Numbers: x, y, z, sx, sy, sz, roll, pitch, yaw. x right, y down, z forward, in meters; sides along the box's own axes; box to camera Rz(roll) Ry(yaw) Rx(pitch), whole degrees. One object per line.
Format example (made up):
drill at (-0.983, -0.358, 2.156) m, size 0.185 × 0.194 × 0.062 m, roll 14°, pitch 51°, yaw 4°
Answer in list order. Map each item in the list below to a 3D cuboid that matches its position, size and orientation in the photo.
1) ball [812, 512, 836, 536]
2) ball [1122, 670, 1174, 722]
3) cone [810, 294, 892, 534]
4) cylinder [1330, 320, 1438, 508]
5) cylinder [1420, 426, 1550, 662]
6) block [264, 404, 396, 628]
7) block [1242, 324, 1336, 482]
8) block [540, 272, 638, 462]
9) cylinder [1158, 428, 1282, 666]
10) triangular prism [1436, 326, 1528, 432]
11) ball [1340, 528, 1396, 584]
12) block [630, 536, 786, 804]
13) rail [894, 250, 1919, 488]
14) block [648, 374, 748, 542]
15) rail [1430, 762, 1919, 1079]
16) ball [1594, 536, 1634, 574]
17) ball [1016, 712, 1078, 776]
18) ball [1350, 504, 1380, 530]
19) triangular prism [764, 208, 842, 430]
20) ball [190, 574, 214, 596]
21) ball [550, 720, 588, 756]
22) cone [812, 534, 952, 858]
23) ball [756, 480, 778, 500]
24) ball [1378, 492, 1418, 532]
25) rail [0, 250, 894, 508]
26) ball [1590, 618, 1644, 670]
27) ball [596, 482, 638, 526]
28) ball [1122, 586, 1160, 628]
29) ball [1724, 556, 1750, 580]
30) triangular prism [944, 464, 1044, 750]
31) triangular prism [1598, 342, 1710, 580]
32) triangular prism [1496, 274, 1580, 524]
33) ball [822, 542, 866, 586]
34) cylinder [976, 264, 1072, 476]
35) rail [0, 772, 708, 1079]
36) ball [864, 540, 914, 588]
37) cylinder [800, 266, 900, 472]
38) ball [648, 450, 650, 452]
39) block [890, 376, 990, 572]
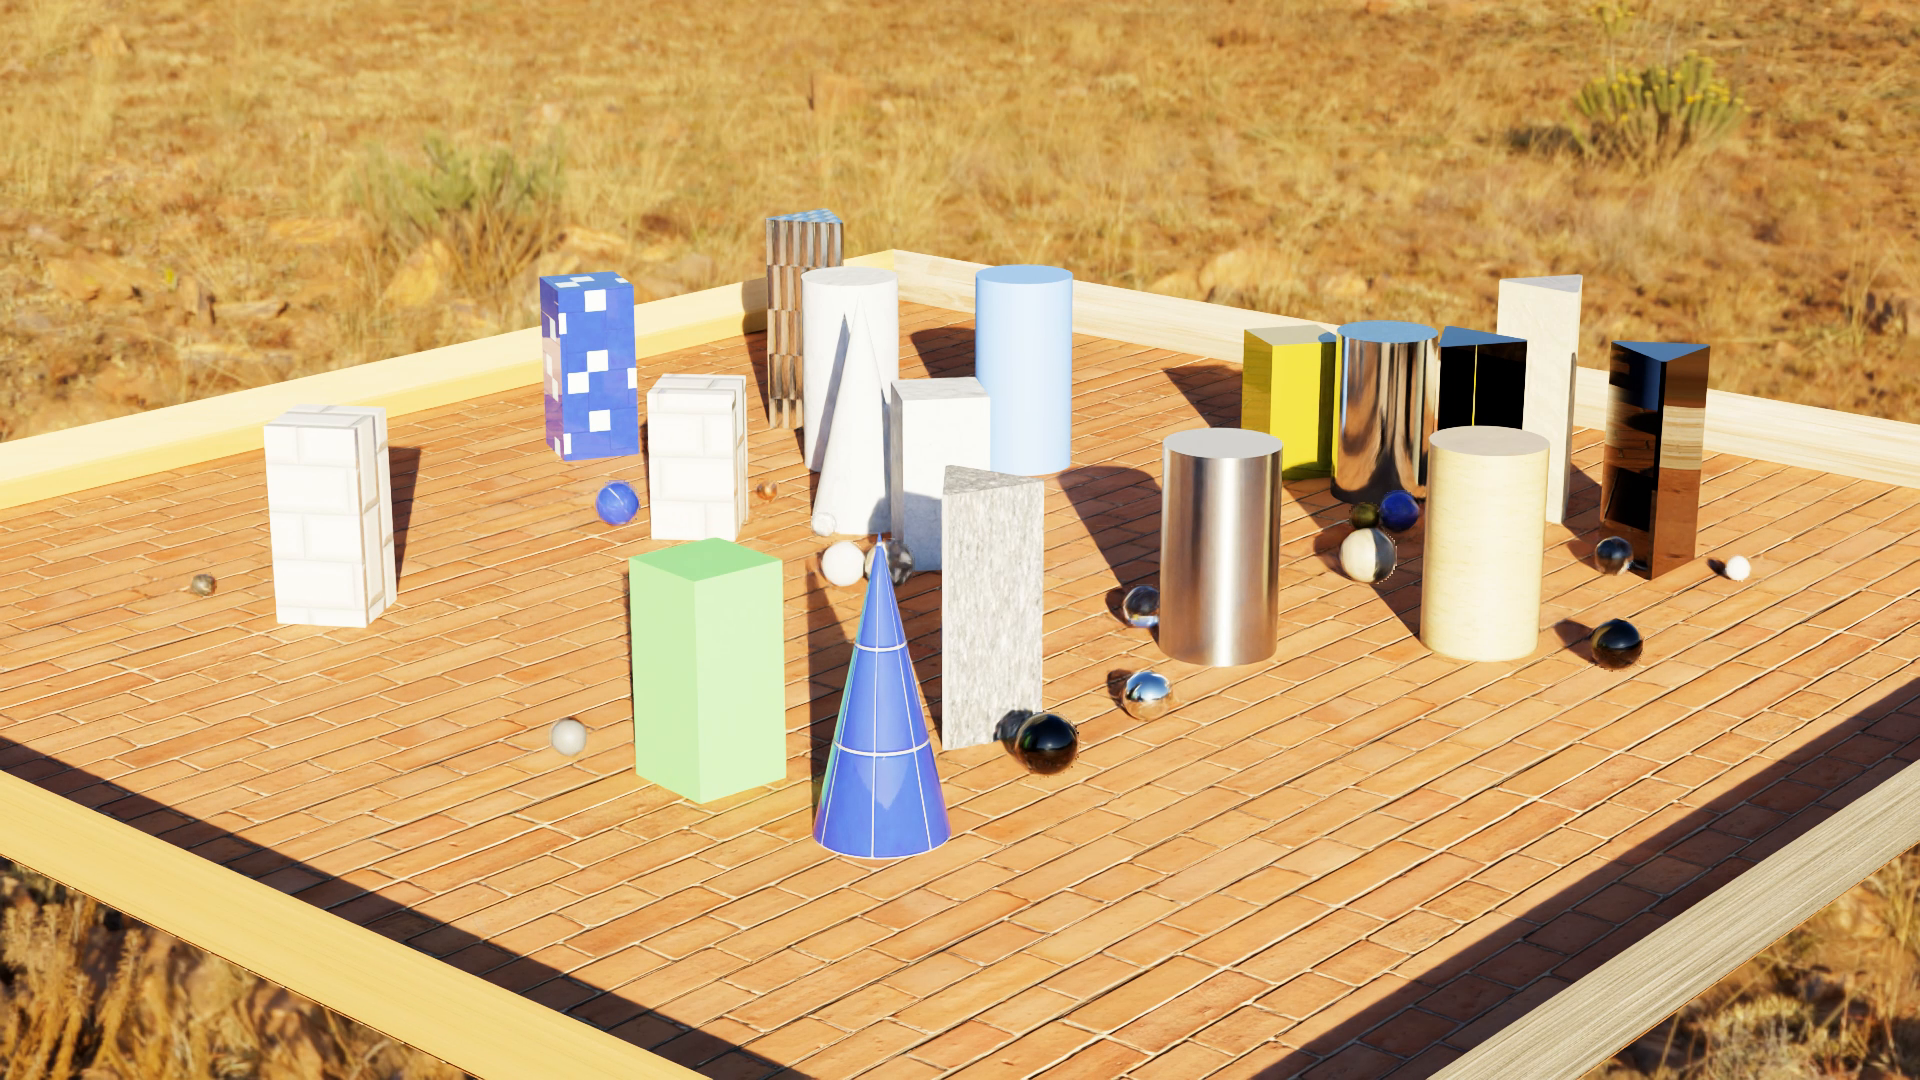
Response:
ball at (-0.253, -0.029, 5.464) m, size 0.046 × 0.046 × 0.046 m, roll 0°, pitch 17°, yaw 0°
ball at (0.289, 0.240, 4.518) m, size 0.078 × 0.078 × 0.078 m, roll 0°, pitch 17°, yaw 0°
cone at (-0.186, -0.252, 5.512) m, size 0.195 × 0.446 × 0.195 m, roll 0°, pitch 17°, yaw 0°
cylinder at (0.824, -0.246, 5.701) m, size 0.195 × 0.326 × 0.195 m, roll 0°, pitch 17°, yaw 0°
cylinder at (0.864, 0.004, 4.833) m, size 0.195 × 0.347 × 0.195 m, roll 0°, pitch 17°, yaw 0°
block at (-1.070, -0.043, 4.994) m, size 0.156 × 0.344 × 0.156 m, roll 3°, pitch 17°, yaw 9°
block at (0.667, -0.276, 5.882) m, size 0.156 × 0.278 × 0.156 m, roll -5°, pitch 17°, yaw -15°
block at (-0.762, -0.358, 6.025) m, size 0.156 × 0.353 × 0.156 m, roll -7°, pitch 18°, yaw -21°
cylinder at (0.427, 0.010, 4.809) m, size 0.195 × 0.350 × 0.195 m, roll 0°, pitch 17°, yaw 0°
triangular prism at (0.893, -0.159, 5.239) m, size 0.169 × 0.425 × 0.146 m, roll -5°, pitch 17°, yaw -16°
ball at (0.721, 0.028, 5.187) m, size 0.098 × 0.098 × 0.098 m, roll 0°, pitch 17°, yaw 0°
block at (-0.365, 0.186, 4.253) m, size 0.156 × 0.334 × 0.156 m, roll -14°, pitch 22°, yaw -40°
rail at (1.130, -0.344, 6.366) m, size 3.483 × 0.127 × 0.045 m, roll 14°, pitch 22°, yaw 39°
block at (-0.488, -0.156, 5.482) m, size 0.156 × 0.278 × 0.156 m, roll 2°, pitch 17°, yaw 5°
rail at (1.297, 0.357, 4.042) m, size 0.045 × 0.127 × 3.495 m, roll 14°, pitch 22°, yaw 39°
ball at (1.169, 0.028, 5.239) m, size 0.069 × 0.069 × 0.069 m, roll 0°, pitch 17°, yaw 0°
ball at (0.127, 0.300, 4.296) m, size 0.092 × 0.092 × 0.092 m, roll 0°, pitch 17°, yaw 0°
ball at (0.759, -0.042, 5.494) m, size 0.053 × 0.053 × 0.053 m, roll 0°, pitch 17°, yaw 0°
triangular prism at (-0.306, -0.469, 6.226) m, size 0.169 × 0.449 × 0.146 m, roll 5°, pitch 17°, yaw 15°
ball at (-1.322, 0.079, 5.118) m, size 0.040 × 0.040 × 0.040 m, roll 0°, pitch 17°, yaw 0°
ball at (-0.583, 0.295, 4.375) m, size 0.055 × 0.055 × 0.055 m, roll 0°, pitch 17°, yaw 0°
cone at (-0.109, 0.198, 4.033) m, size 0.195 × 0.438 × 0.195 m, roll 0°, pitch 17°, yaw 0°
ball at (-0.374, -0.097, 5.699) m, size 0.041 × 0.041 × 0.041 m, roll 0°, pitch 17°, yaw 0°
ball at (0.822, -0.052, 5.494) m, size 0.074 × 0.074 × 0.074 m, roll 0°, pitch 17°, yaw 0°
rail at (-1.297, -0.293, 6.198) m, size 0.045 × 0.127 × 3.495 m, roll 14°, pitch 22°, yaw 39°
ball at (1.062, 0.169, 4.743) m, size 0.084 × 0.084 × 0.084 m, roll 0°, pitch 17°, yaw 0°
ball at (-0.647, -0.068, 5.532) m, size 0.082 × 0.082 × 0.082 m, roll 0°, pitch 17°, yaw 0°
ball at (0.309, 0.113, 4.915) m, size 0.072 × 0.072 × 0.072 m, roll 0°, pitch 17°, yaw 0°
ball at (1.380, 0.050, 5.205) m, size 0.044 × 0.044 × 0.044 m, roll 0°, pitch 17°, yaw 0°
triangular prism at (0.017, 0.095, 4.445) m, size 0.169 × 0.398 × 0.146 m, roll -9°, pitch 19°, yaw -27°
triangular prism at (1.223, -0.152, 5.260) m, size 0.146 × 0.399 × 0.169 m, roll 14°, pitch 22°, yaw 38°
triangular prism at (1.130, -0.277, 5.595) m, size 0.169 × 0.445 × 0.146 m, roll 16°, pitch 23°, yaw 42°
ball at (-0.205, 0.043, 5.171) m, size 0.078 × 0.078 × 0.078 m, roll 0°, pitch 17°, yaw 0°
cylinder at (0.128, -0.344, 5.914) m, size 0.195 × 0.390 × 0.195 m, roll 0°, pitch 17°, yaw 0°
rail at (-1.130, 0.408, 3.874) m, size 3.483 × 0.127 × 0.045 m, roll 14°, pitch 22°, yaw 39°
ball at (-0.125, 0.044, 5.153) m, size 0.086 × 0.086 × 0.086 m, roll 0°, pitch 17°, yaw 0°
cylinder at (-0.220, -0.343, 5.916) m, size 0.195 × 0.386 × 0.195 m, roll 0°, pitch 17°, yaw 0°
ball at (-0.606, -0.188, 5.970) m, size 0.059 × 0.059 × 0.059 m, roll 0°, pitch 17°, yaw 0°
block at (-0.036, -0.120, 5.299) m, size 0.156 × 0.316 × 0.156 m, roll -3°, pitch 17°, yaw -9°
